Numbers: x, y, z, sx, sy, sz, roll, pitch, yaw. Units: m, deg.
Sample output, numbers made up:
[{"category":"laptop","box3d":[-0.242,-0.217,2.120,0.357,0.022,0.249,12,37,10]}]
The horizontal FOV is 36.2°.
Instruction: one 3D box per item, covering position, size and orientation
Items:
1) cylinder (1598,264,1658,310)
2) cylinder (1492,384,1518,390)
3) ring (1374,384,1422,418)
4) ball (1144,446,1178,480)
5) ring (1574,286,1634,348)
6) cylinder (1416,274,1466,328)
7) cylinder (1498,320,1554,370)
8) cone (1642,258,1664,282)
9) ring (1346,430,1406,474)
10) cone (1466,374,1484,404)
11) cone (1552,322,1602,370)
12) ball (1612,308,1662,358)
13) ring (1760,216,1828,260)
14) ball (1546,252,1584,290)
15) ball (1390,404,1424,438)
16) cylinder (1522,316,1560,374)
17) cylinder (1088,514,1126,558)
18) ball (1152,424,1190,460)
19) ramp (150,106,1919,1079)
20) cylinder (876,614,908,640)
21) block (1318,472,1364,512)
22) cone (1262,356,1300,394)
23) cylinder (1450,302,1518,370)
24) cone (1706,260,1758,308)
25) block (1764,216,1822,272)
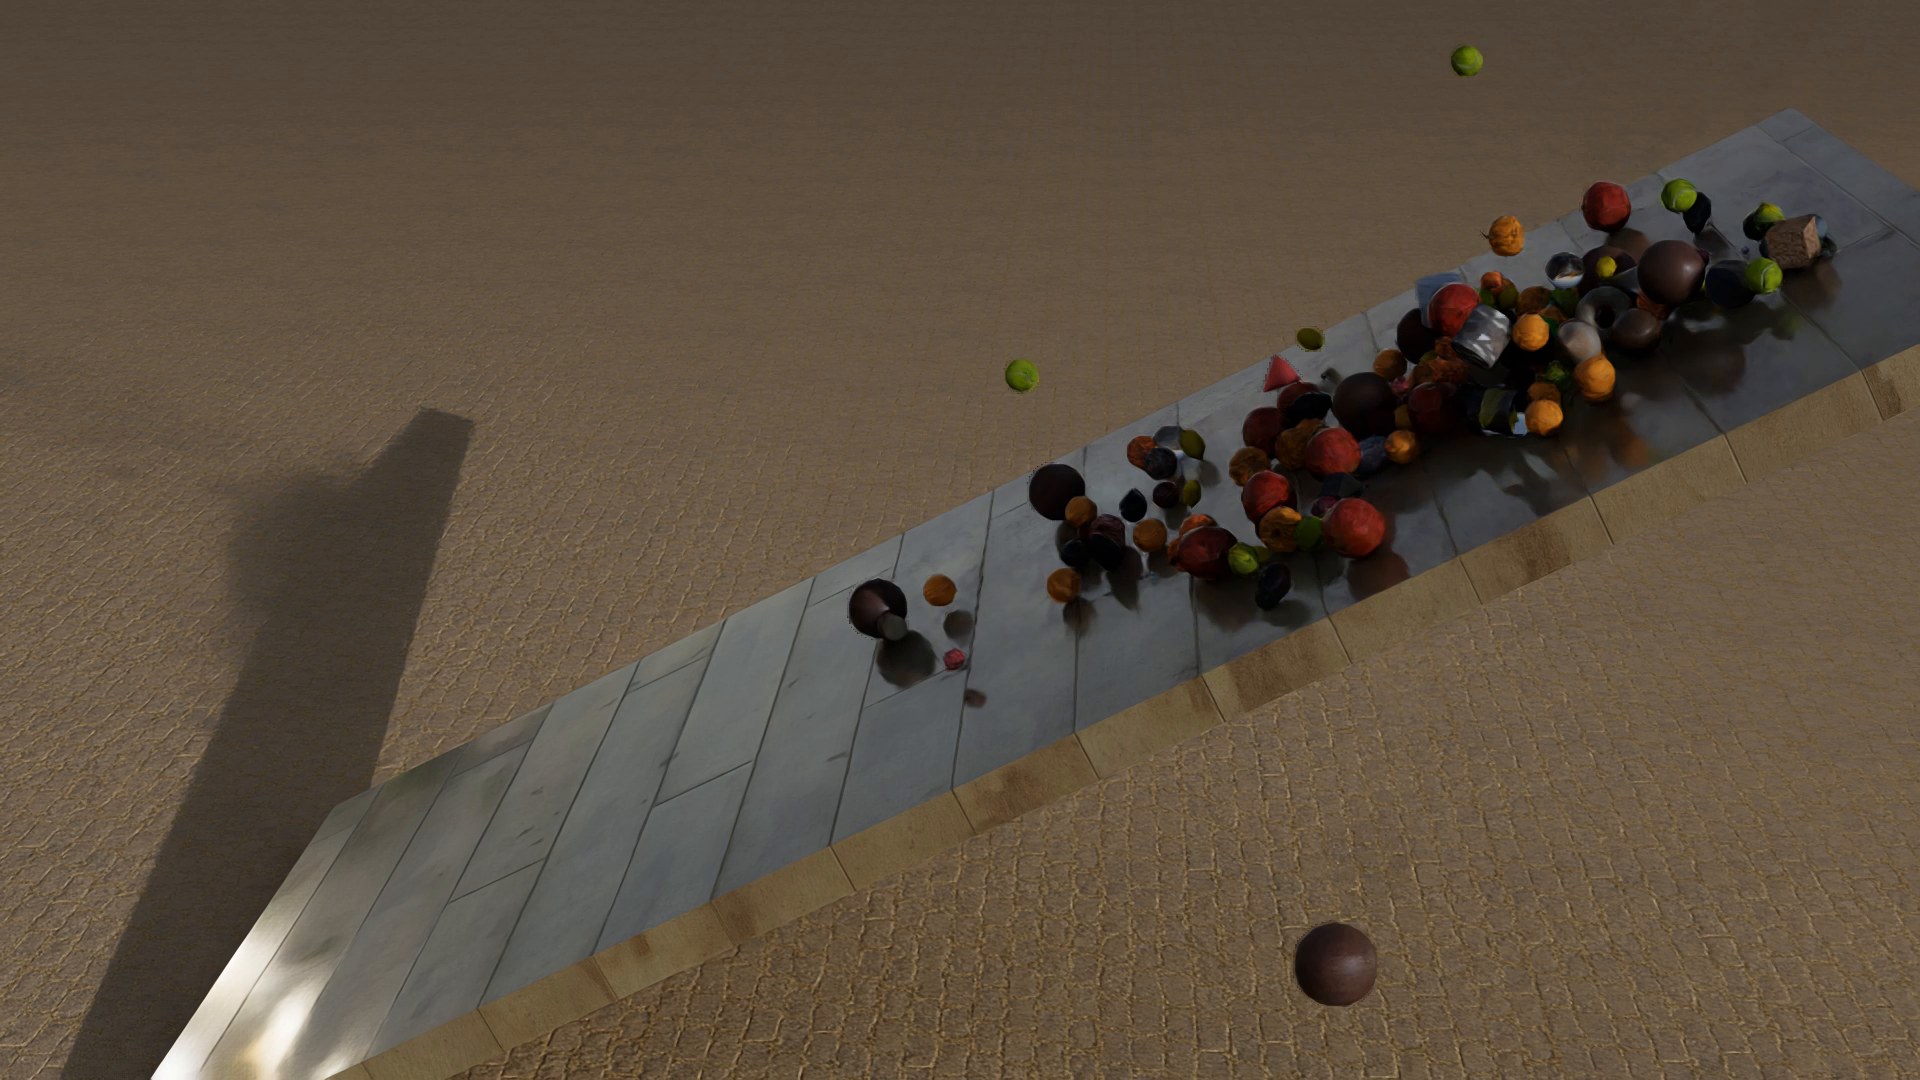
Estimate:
[{"category":"cylinder","box3d":[1.351,-0.497,5.948,0.092,0.092,0.092,-23,10,18]},{"category":"cylinder","box3d":[1.059,-0.273,5.704,0.053,0.053,0.053,-7,18,-23]},{"category":"ring","box3d":[0.916,-0.292,6.162,0.108,0.036,0.108,-28,14,7]},{"category":"ball","box3d":[0.446,-0.170,6.542,0.077,0.077,0.077,0,17,0]},{"category":"ring","box3d":[1.279,-0.441,5.835,0.123,0.123,0.041,10,6,31]},{"category":"cylinder","box3d":[1.016,-0.507,6.217,0.093,0.093,0.093,-11,16,3]},{"category":"cylinder","box3d":[1.103,-0.380,5.745,0.080,0.080,0.080,-10,-7,-31]},{"category":"cone","box3d":[1.448,-0.549,6.090,0.058,0.058,0.058,-13,31,-37]},{"category":"ring","box3d":[0.831,-0.175,5.886,0.131,0.044,0.131,-26,15,7]},{"category":"cone","box3d":[1.034,-0.306,5.920,0.066,0.066,0.066,-26,14,7]},{"category":"cone","box3d":[1.171,-0.371,5.631,0.094,0.094,0.094,7,8,23]},{"category":"ball","box3d":[1.305,-0.399,5.671,0.096,0.096,0.096,0,17,0]},{"category":"ring","box3d":[1.653,-0.599,5.833,0.139,0.046,0.139,-28,14,8]},{"category":"ball","box3d":[1.224,-0.545,5.948,0.078,0.078,0.078,0,17,0]},{"category":"ball","box3d":[0.901,-0.239,5.928,0.070,0.070,0.070,0,17,0]},{"category":"cylinder","box3d":[1.164,-0.394,5.947,0.086,0.086,0.086,12,36,34]},{"category":"cylinder","box3d":[0.311,-0.008,6.208,0.077,0.077,0.077,1,16,2]},{"category":"ball","box3d":[0.477,-0.219,6.646,0.083,0.083,0.083,0,17,0]},{"category":"ramp","box3d":[0.139,0.168,6.281,4.000,0.100,2.000,-26,14,10]},{"category":"cylinder","box3d":[-0.147,0.188,6.383,0.055,0.055,0.055,-5,6,-17]},{"category":"block","box3d":[0.738,-0.093,5.699,0.054,0.054,0.054,35,-24,-29]},{"category":"cone","box3d":[0.678,-0.343,6.330,0.077,0.077,0.077,-45,25,-3]},{"category":"cylinder","box3d":[1.014,-0.394,5.698,0.093,0.093,0.093,35,-5,3]},{"category":"cone","box3d":[1.492,-0.483,5.724,0.100,0.100,0.100,2,-12,5]},{"category":"block","box3d":[1.620,-0.576,5.719,0.076,0.076,0.076,-3,25,35]}]
